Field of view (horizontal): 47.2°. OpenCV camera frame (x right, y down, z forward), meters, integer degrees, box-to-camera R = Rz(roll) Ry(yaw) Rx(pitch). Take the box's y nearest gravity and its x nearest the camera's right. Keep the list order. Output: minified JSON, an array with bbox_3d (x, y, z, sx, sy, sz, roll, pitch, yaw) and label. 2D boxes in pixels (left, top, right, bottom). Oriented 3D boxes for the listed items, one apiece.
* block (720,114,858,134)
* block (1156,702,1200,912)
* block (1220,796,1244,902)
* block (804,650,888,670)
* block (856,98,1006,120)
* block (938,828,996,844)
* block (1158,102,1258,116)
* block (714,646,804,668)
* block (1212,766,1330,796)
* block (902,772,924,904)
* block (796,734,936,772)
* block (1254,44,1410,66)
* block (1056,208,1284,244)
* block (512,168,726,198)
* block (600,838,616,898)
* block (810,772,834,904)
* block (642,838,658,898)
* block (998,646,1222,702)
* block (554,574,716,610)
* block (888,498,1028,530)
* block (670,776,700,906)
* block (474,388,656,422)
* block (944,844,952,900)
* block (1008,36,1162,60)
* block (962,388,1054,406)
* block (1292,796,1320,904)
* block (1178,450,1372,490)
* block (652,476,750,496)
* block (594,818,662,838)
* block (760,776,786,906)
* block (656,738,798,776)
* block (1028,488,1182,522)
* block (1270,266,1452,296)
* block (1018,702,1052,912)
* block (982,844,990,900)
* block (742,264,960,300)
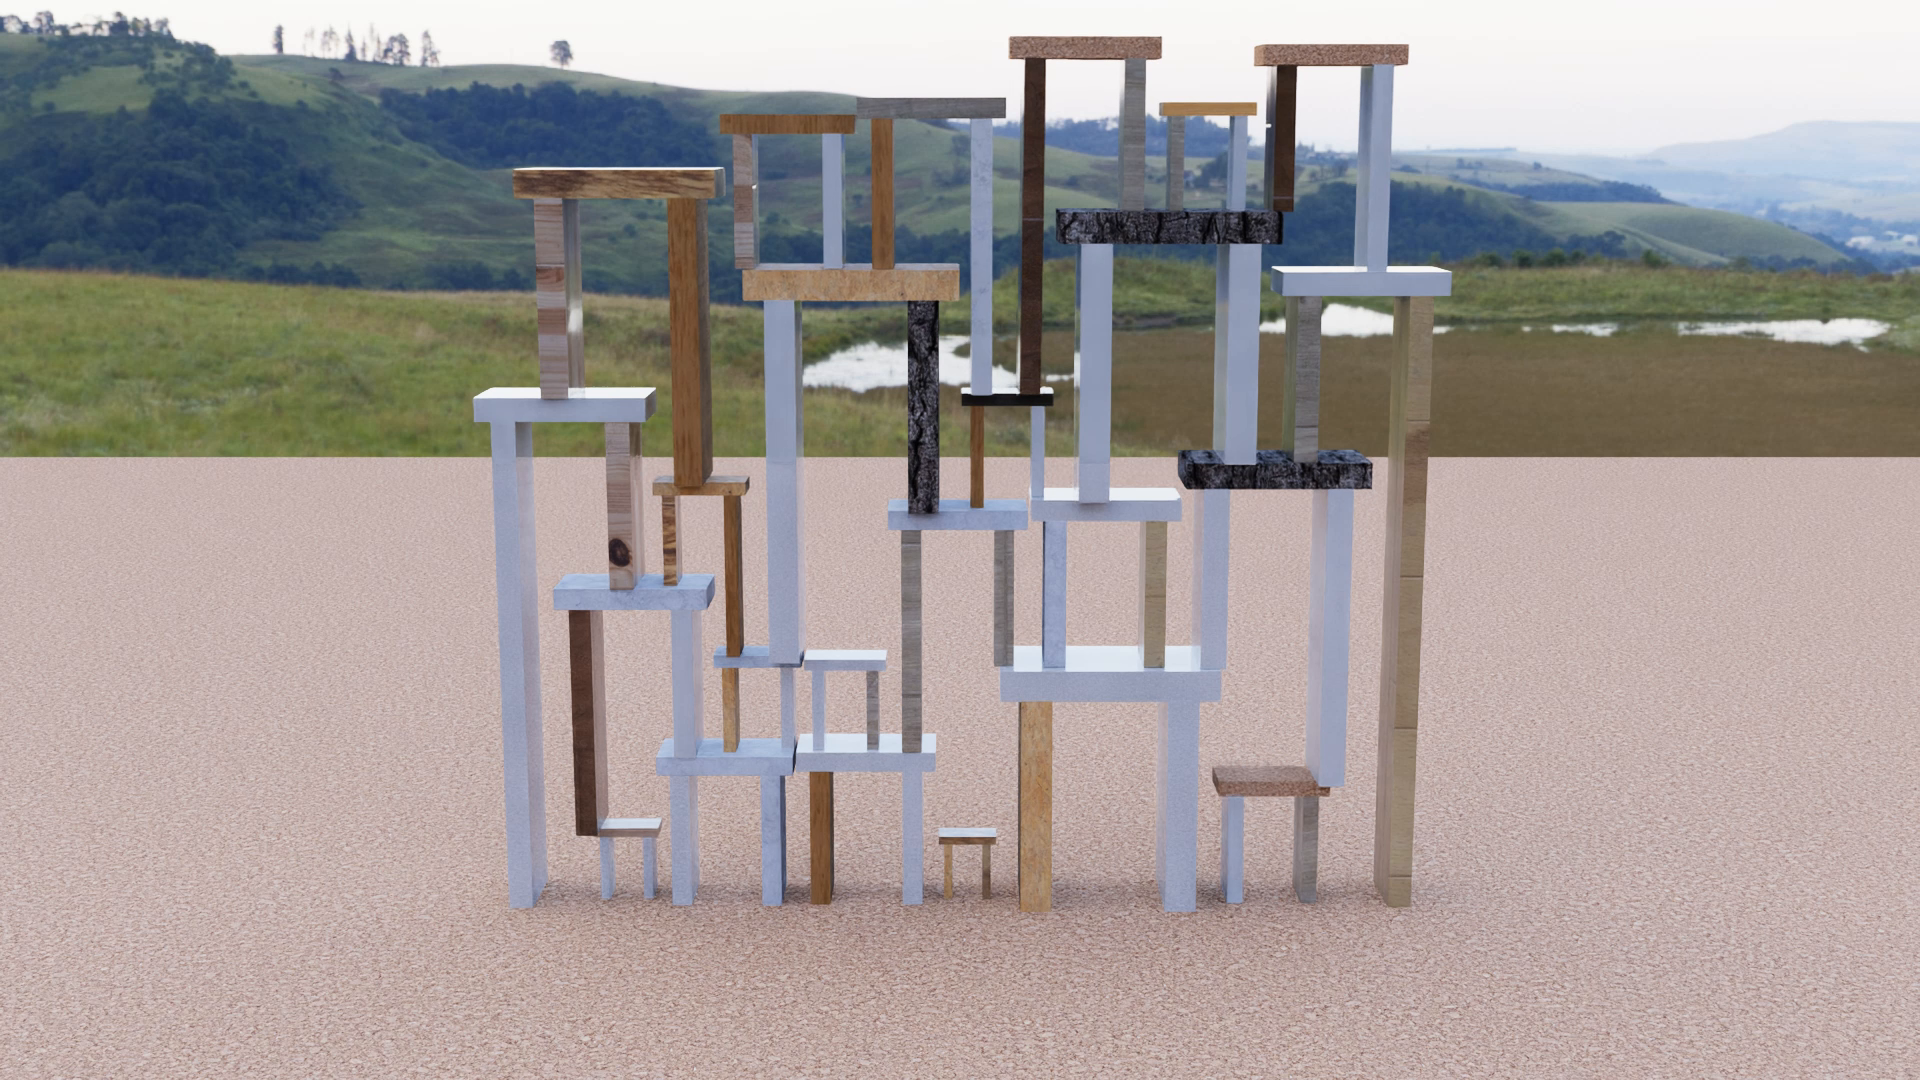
[{"bbox_3d":[-0.267,-0.651,3.440,0.207,0.029,0.104,0,11,0],"label":"block"},{"bbox_3d":[0.359,0.416,3.638,0.050,0.353,0.176,0,11,0],"label":"block"},{"bbox_3d":[0.452,0.500,3.652,0.026,0.182,0.091,-1,11,0],"label":"block"},{"bbox_3d":[-0.186,0.197,3.593,0.132,0.019,0.066,0,11,0],"label":"block"},{"bbox_3d":[-0.044,-0.673,3.430,0.230,0.033,0.115,0,11,0],"label":"block"},{"bbox_3d":[0.012,0.491,3.646,0.095,0.013,0.047,0,11,0],"label":"block"},{"bbox_3d":[0.387,-0.673,3.437,0.146,0.021,0.073,0,11,0],"label":"block"},{"bbox_3d":[-0.329,0.191,3.600,0.142,0.020,0.071,0,11,0],"label":"block"},{"bbox_3d":[0.514,0.398,3.635,0.182,0.026,0.091,0,11,0],"label":"block"},{"bbox_3d":[-0.078,0.478,3.652,0.032,0.227,0.113,0,11,0],"label":"block"},{"bbox_3d":[-0.153,0.351,3.628,0.227,0.032,0.113,0,11,0],"label":"block"},{"bbox_3d":[0.575,-0.753,3.417,0.222,0.031,0.111,0,11,0],"label":"block"},{"bbox_3d":[0.326,-0.495,3.464,0.343,0.049,0.171,0,11,0],"label":"block"},{"bbox_3d":[-0.532,-0.561,3.455,0.310,0.044,0.155,0,11,0],"label":"block"},{"bbox_3d":[-0.587,0.537,3.662,0.015,0.106,0.053,0,11,0],"label":"block"},{"bbox_3d":[-0.229,0.478,3.652,0.032,0.227,0.113,0,11,0],"label":"block"},{"bbox_3d":[-0.516,0.537,3.662,0.015,0.106,0.053,0,11,0],"label":"block"},{"bbox_3d":[0.241,0.218,3.601,0.353,0.050,0.176,0,11,0],"label":"block"},{"bbox_3d":[-0.527,0.084,3.574,0.245,0.035,0.122,0,11,0],"label":"block"},{"bbox_3d":[-0.004,-0.041,3.554,0.223,0.032,0.112,0,11,0],"label":"block"},{"bbox_3d":[-0.456,0.481,3.647,0.031,0.221,0.111,0,11,0],"label":"block"},{"bbox_3d":[-0.629,-0.216,3.518,0.269,0.038,0.135,0,11,0],"label":"block"},{"bbox_3d":[-0.019,0.544,3.656,0.013,0.095,0.047,0,11,0],"label":"block"},{"bbox_3d":[0.193,-0.765,3.422,0.232,0.033,0.116,0,11,0],"label":"block"},{"bbox_3d":[0.075,-0.229,3.523,0.146,0.021,0.073,0,11,0],"label":"block"},{"bbox_3d":[0.574,0.501,3.652,0.026,0.182,0.091,0,11,0],"label":"block"},{"bbox_3d":[0.504,-0.114,3.537,0.293,0.041,0.146,0,11,0],"label":"block"},{"bbox_3d":[-0.416,-0.088,3.539,0.148,0.021,0.074,0,11,0],"label":"block"},{"bbox_3d":[-0.551,0.478,3.650,0.106,0.015,0.053,0,11,0],"label":"block"},{"bbox_3d":[-0.309,0.481,3.647,0.031,0.221,0.111,0,11,0],"label":"block"},{"bbox_3d":[-0.382,0.357,3.624,0.221,0.031,0.111,0,11,0],"label":"block"},{"bbox_3d":[0.232,-0.057,3.546,0.239,0.034,0.120,0,11,0],"label":"block"},{"bbox_3d":[0.633,-0.410,3.483,0.262,0.037,0.131,0,11,0],"label":"block"},{"bbox_3d":[0.123,0.416,3.638,0.050,0.353,0.176,0,11,0],"label":"block"},{"bbox_3d":[0.044,0.544,3.656,0.013,0.095,0.047,0,11,0],"label":"block"},{"bbox_3d":[-0.169,-0.409,3.484,0.335,0.047,0.167,0,11,0],"label":"block"}]
